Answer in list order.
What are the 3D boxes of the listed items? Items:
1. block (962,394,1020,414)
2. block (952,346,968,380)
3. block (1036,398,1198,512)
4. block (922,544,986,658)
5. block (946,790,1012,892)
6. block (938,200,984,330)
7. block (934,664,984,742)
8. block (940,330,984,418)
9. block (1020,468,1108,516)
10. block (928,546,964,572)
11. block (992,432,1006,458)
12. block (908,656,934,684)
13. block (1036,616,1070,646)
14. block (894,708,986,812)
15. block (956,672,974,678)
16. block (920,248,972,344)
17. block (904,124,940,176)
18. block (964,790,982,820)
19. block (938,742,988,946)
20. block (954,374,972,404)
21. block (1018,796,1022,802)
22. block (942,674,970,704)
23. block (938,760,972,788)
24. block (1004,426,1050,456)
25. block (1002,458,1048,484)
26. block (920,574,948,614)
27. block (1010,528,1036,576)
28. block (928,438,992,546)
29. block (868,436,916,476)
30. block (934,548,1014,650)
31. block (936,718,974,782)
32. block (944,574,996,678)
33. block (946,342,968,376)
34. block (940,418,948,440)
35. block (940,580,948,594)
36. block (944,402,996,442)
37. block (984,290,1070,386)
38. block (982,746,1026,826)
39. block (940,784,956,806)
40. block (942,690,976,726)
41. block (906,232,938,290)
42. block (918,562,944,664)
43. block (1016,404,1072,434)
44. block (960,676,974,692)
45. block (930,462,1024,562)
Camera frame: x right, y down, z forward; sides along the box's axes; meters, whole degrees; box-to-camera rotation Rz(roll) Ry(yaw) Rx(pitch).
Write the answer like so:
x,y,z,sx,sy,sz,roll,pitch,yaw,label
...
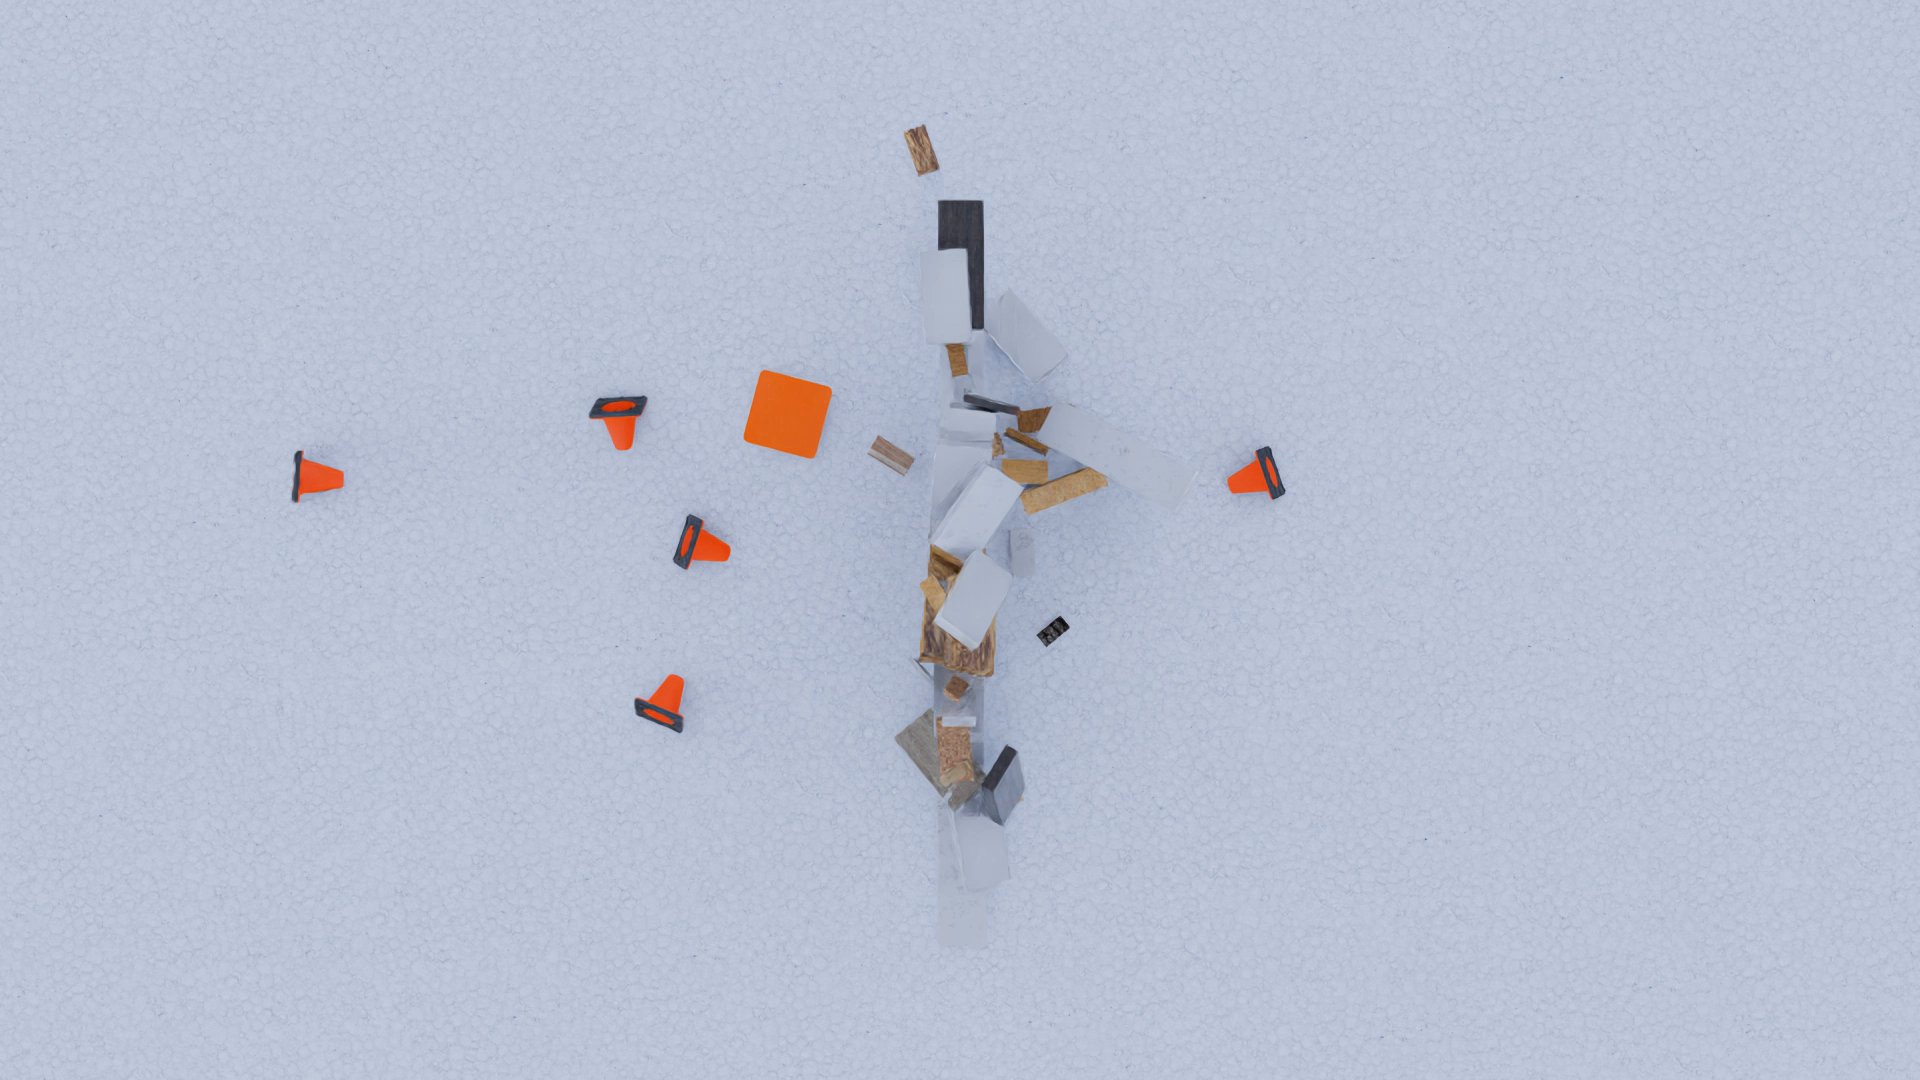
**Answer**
x,y,z,sx,sy,sz,roll,pitch,yaw,label
0.096,-0.419,5.077,0.157,0.078,0.022,18,102,24,block
-0.001,-0.556,5.179,0.050,0.014,0.101,2,90,0,block
0.510,-0.277,5.385,0.522,0.042,0.149,29,96,15,block
-0.017,0.195,5.184,0.176,0.050,0.352,4,72,-1,block
0.061,0.983,5.423,0.155,0.044,0.310,-13,94,-21,block
0.001,-0.869,5.219,0.144,0.041,0.402,0,91,-4,block
-0.004,0.488,5.214,0.159,0.045,0.319,0,52,0,block
0.006,-0.520,5.206,0.137,0.039,0.274,-1,90,0,block
0.345,-0.169,5.478,0.289,0.022,0.078,-21,107,0,block
-0.043,0.062,5.168,0.115,0.058,0.016,29,71,8,block
0.072,-0.299,5.463,0.145,0.021,0.072,-20,89,-20,block
-0.122,0.406,5.164,0.014,0.050,0.099,-42,85,4,block
0.311,0.304,5.493,0.104,0.015,0.052,-40,90,0,block
-0.058,0.717,5.382,0.155,0.044,0.310,-38,71,-9,block
0.016,0.393,5.222,0.057,0.113,0.016,5,122,-2,block
-0.042,-0.757,5.132,0.144,0.041,0.287,-2,98,8,block
-0.128,-1.296,5.489,0.077,0.022,0.153,-19,90,0,block
0.041,0.857,5.349,0.052,0.015,0.104,-7,49,16,block
0.006,0.961,5.478,0.155,0.044,0.766,-1,90,0,block
0.010,-0.473,5.171,0.050,0.014,0.101,6,100,-1,block
0.162,0.827,5.477,0.052,0.015,0.103,-30,88,38,block
-0.012,0.456,5.063,0.057,0.113,0.016,36,116,1,block
-0.014,0.701,4.964,0.102,0.203,0.029,-35,85,-6,block
0.220,-0.327,5.461,0.153,0.076,0.022,27,84,0,block
0.215,-0.228,5.489,0.153,0.022,0.077,3,90,0,block
-0.075,0.170,5.138,0.058,0.016,0.115,-35,70,9,block
0.210,0.042,5.489,0.078,0.022,0.157,-4,90,0,block
0.000,-0.142,5.190,0.176,0.050,0.352,4,117,-2,block
-0.228,-0.280,5.490,0.145,0.021,0.072,32,90,0,block
0.045,0.180,5.047,0.150,0.043,0.301,38,49,-10,block
-0.016,0.645,5.088,0.102,0.029,0.203,-4,103,1,block
0.034,0.263,5.073,0.150,0.043,0.301,15,61,-24,block
-0.008,-0.564,5.156,0.050,0.014,0.101,-10,79,-4,block
0.014,-0.262,5.271,0.148,0.042,0.297,-1,133,1,block
-0.038,0.183,5.151,0.058,0.016,0.115,-15,73,-7,block
0.024,-0.282,5.171,0.148,0.042,0.297,6,119,-3,block
0.206,-0.669,5.448,0.149,0.042,0.299,-40,78,0,block
0.142,0.786,5.262,0.043,0.363,0.150,27,69,18,block
-0.036,0.770,4.975,0.014,0.099,0.050,32,99,3,block
-0.001,0.515,5.076,0.102,0.203,0.029,-1,109,1,block
-0.067,-0.874,5.480,0.144,0.041,0.287,-18,90,0,block
-0.025,0.219,5.228,0.176,0.050,0.352,6,72,-1,block
0.285,-0.403,5.490,0.186,0.021,0.072,-8,90,0,block
0.009,0.438,5.180,0.057,0.113,0.016,13,118,12,block
0.053,-0.081,5.132,0.149,0.042,0.299,31,97,-27,block
